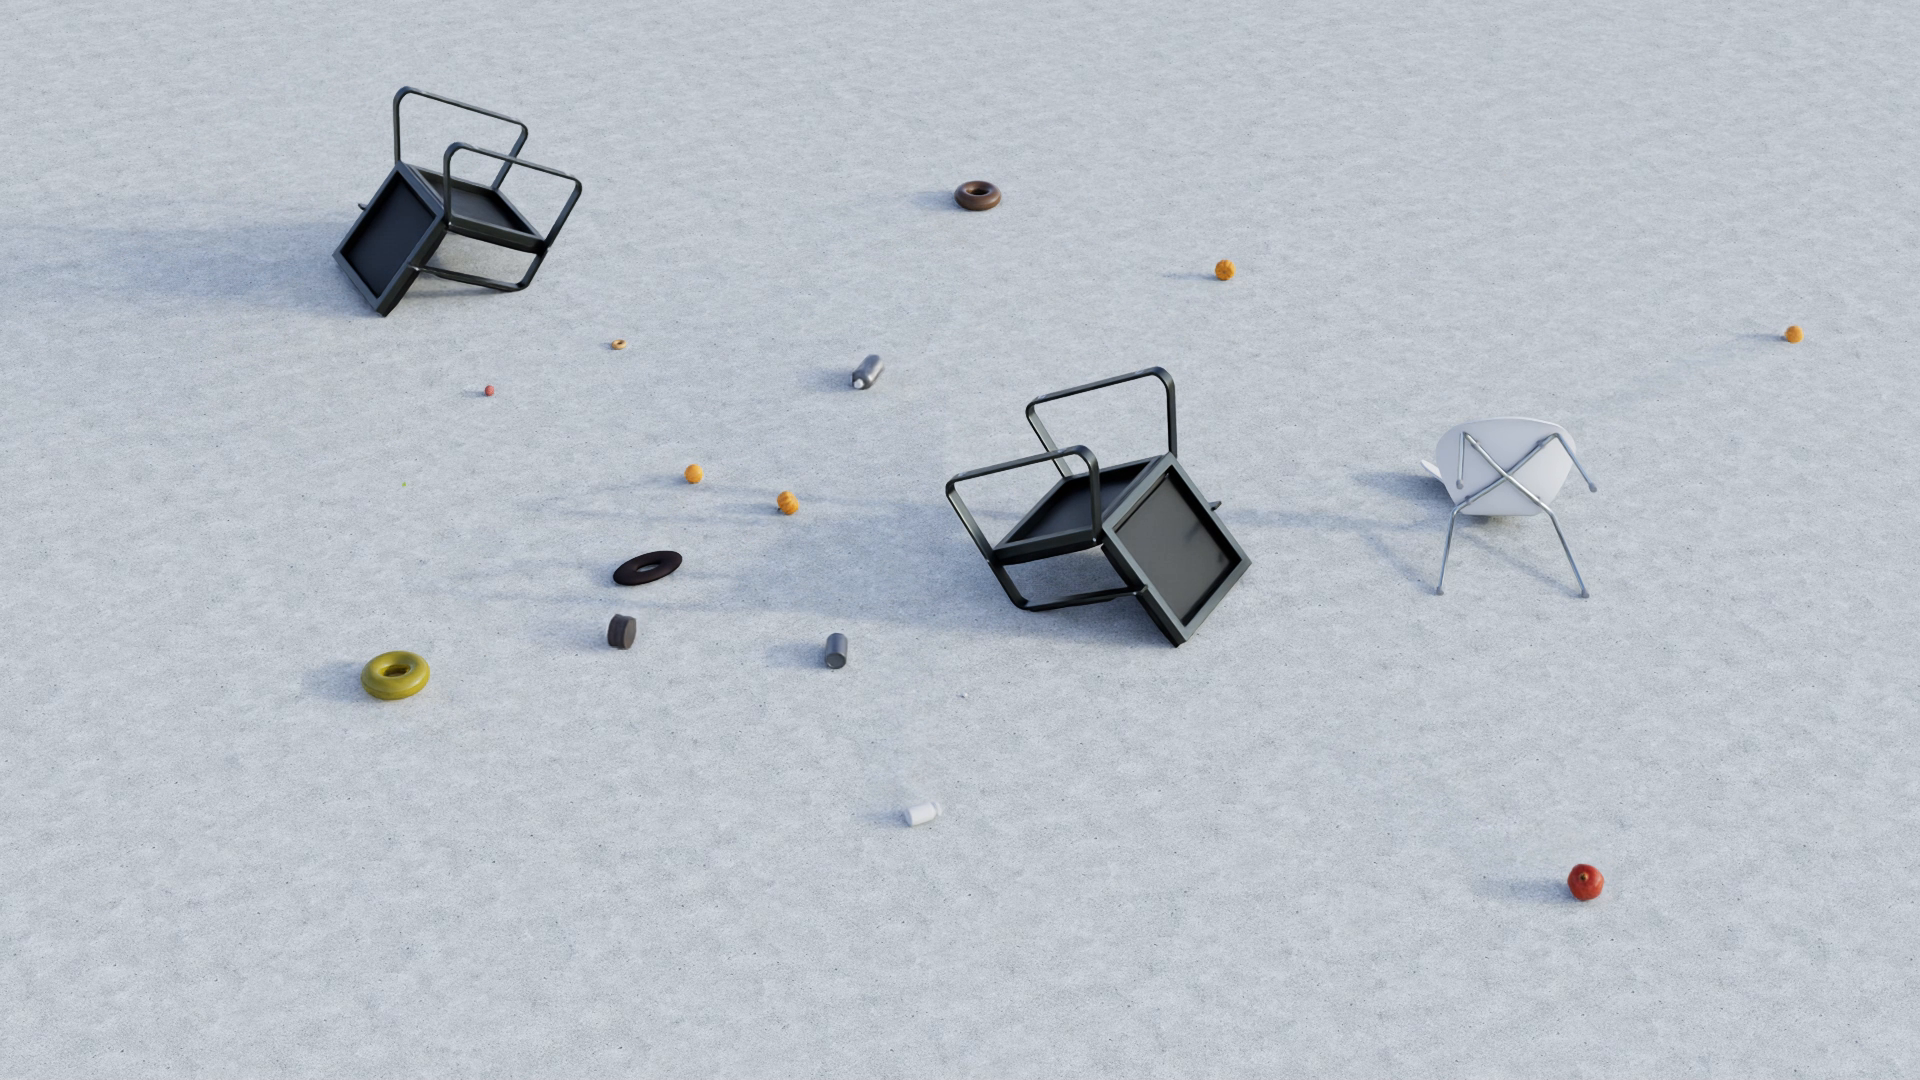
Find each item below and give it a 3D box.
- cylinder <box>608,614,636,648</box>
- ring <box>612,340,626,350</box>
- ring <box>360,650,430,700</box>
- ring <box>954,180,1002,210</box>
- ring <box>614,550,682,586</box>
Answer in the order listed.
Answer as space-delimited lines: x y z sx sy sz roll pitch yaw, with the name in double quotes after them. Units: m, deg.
-1.193 0.322 10.353 0.063 0.111 0.113 10 64 15 "cylinder"
-1.414 -0.811 12.157 0.061 0.021 0.068 29 42 35 "ring"
-1.957 0.468 10.163 0.240 0.080 0.242 7 33 12 "ring"
0.080 -1.556 13.243 0.215 0.071 0.214 9 36 11 "ring"
-1.145 0.102 10.754 0.285 0.040 0.152 -22 40 -31 "ring"
